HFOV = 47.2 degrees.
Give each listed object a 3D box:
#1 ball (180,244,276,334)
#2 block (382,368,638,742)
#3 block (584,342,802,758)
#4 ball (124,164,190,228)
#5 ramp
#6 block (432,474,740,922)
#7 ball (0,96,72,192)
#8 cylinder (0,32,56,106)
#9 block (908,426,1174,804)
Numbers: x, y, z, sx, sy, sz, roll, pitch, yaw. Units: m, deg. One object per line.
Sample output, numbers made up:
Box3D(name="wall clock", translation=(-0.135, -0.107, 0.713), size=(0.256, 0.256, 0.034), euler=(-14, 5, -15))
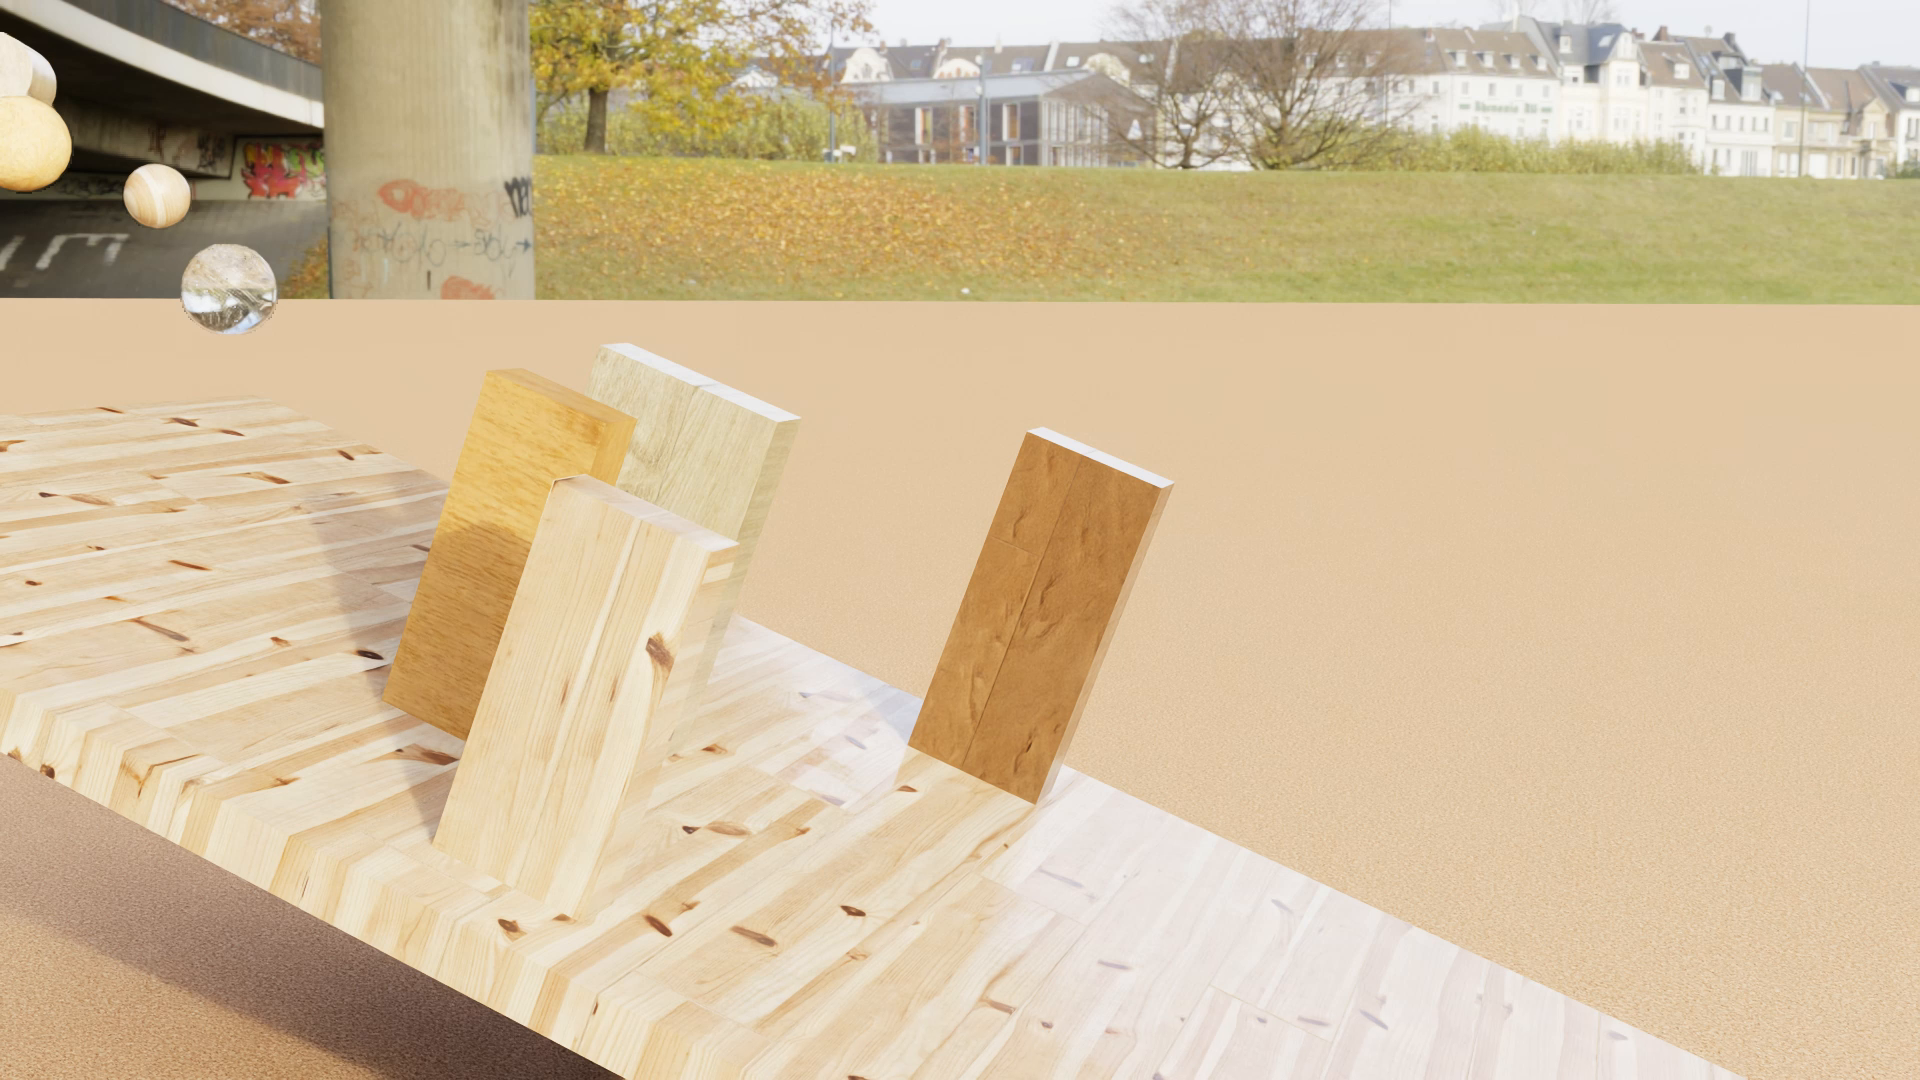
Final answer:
Box3D(name="ball", translation=(-1.547, -0.531, 4.654), size=(0.193, 0.193, 0.193), euler=(0, 7, 0))
Box3D(name="block", translation=(-0.810, 0.038, 3.946), size=(0.243, 0.642, 0.126), euler=(24, 13, 13))
Box3D(name="block", translation=(-0.607, 0.022, 4.204), size=(0.381, 0.700, 0.121), euler=(24, 13, 13))
Box3D(name="ball", translation=(-1.740, -0.746, 4.767), size=(0.138, 0.138, 0.138), euler=(0, 7, 0))
Box3D(name="ramp", translation=(-0.318, 0.570, 4.201), size=(4.000, 0.100, 2.000), euler=(24, 13, 13))
Box3D(name="block", translation=(-0.588, 0.246, 3.441), size=(0.281, 0.634, 0.107), euler=(24, 13, 13))
Box3D(name="ball", translation=(-1.869, -0.789, 4.375), size=(0.189, 0.189, 0.189), euler=(0, 7, 0))
Box3D(name="cylinder", translation=(-1.961, -0.948, 4.511), size=(0.162, 0.162, 0.162), euler=(-1, 2, -6))
Box3D(name="block", translation=(0.172, 0.163, 4.753), size=(0.312, 0.743, 0.135), euler=(24, 13, 13))
